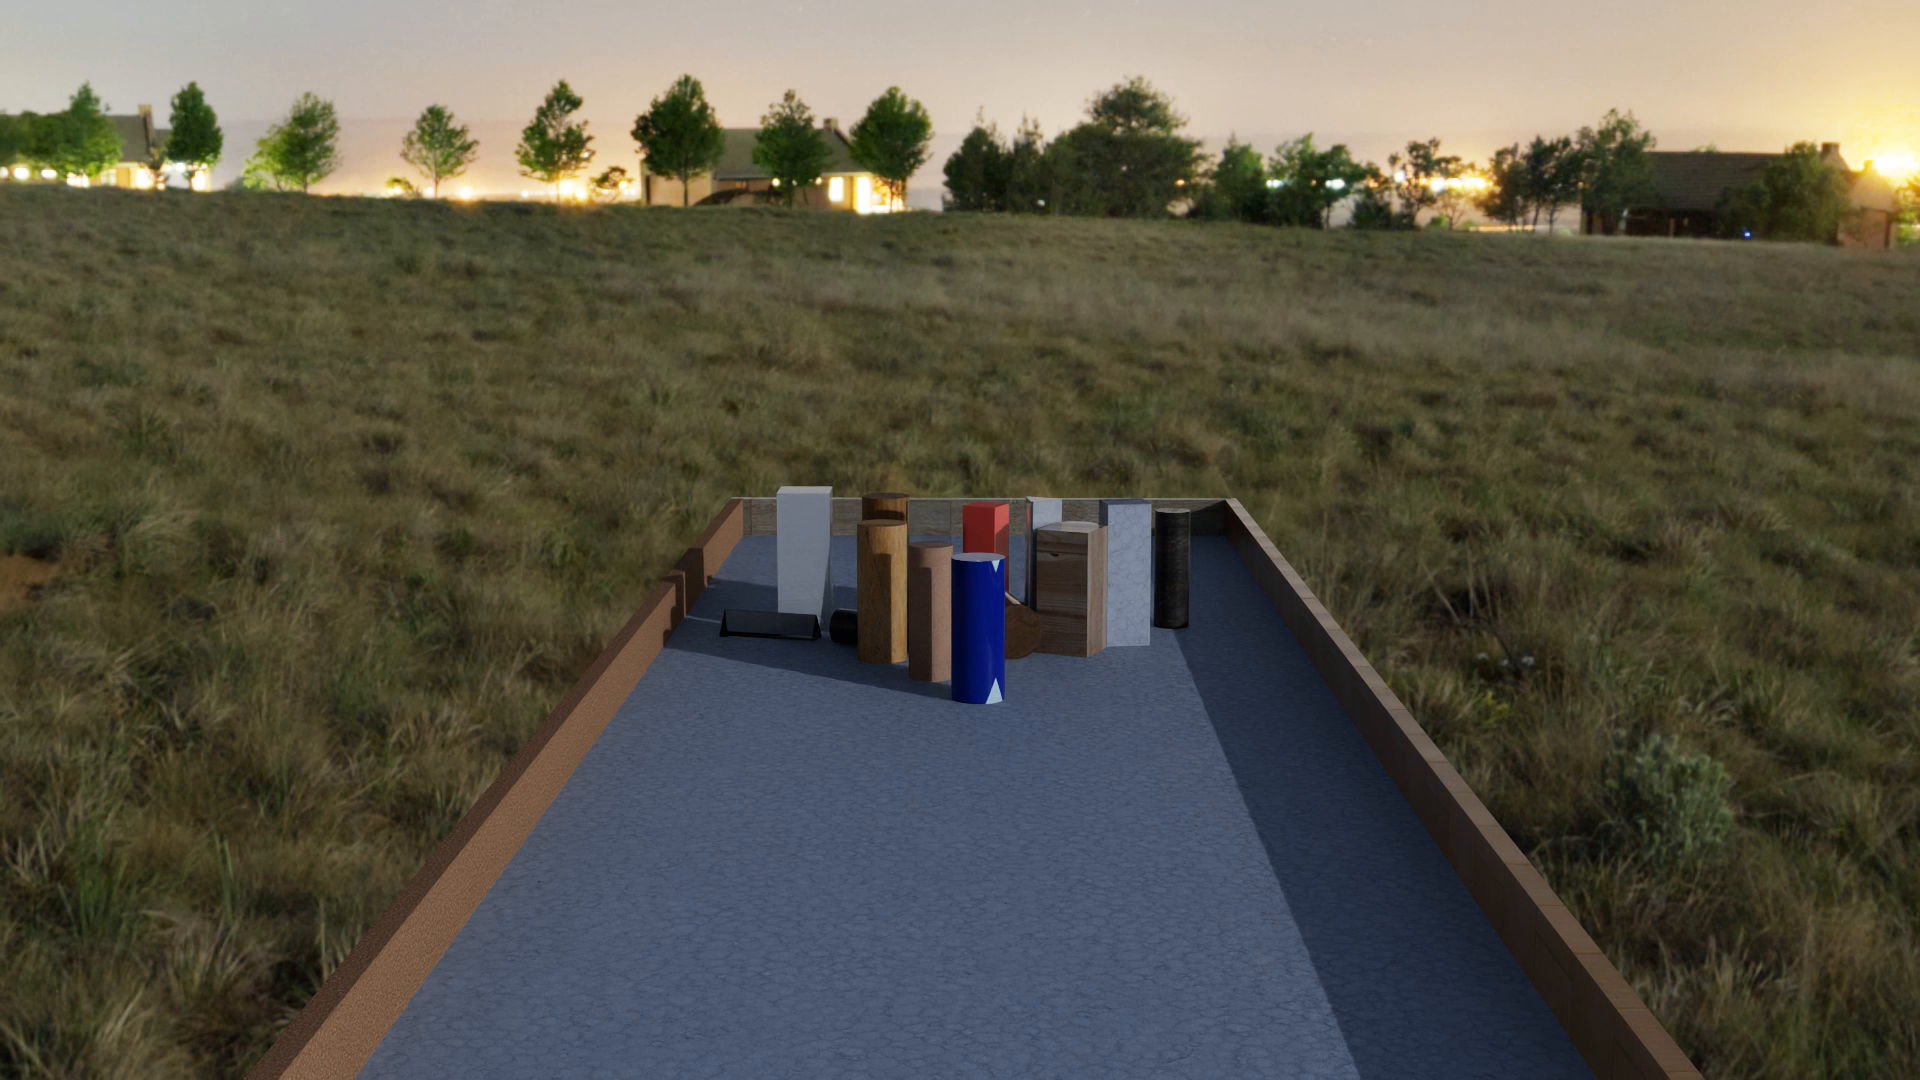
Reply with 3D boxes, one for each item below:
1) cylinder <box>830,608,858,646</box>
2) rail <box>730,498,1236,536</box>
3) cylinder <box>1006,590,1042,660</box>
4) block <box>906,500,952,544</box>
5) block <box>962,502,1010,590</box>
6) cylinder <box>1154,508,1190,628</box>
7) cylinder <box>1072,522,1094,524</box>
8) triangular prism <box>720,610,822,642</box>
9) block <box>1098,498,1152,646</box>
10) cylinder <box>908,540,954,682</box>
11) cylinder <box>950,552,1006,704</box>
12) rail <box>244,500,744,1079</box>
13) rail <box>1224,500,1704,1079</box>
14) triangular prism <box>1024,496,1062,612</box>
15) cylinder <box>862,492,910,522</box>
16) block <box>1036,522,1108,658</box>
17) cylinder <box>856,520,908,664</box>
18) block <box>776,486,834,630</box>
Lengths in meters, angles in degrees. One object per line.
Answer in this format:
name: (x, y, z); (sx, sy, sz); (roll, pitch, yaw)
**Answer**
cylinder: (-0.199, 0.287, 6.843); (0.422, 0.111, 0.111); (5, 10, 29)
rail: (0.099, -0.098, 9.147); (2.100, 0.150, 0.050); (0, 9, 1)
cylinder: (0.132, 0.252, 6.872); (0.170, 0.170, 0.358); (-2, 9, -12)
block: (-0.098, 0.097, 6.954); (0.138, 0.439, 0.138); (0, 3, 1)
block: (0.085, 0.082, 7.217); (0.114, 0.400, 0.114); (4, 10, 25)
cylinder: (0.694, 0.092, 7.204); (0.115, 0.383, 0.115); (0, 9, 0)
cylinder: (0.378, 0.117, 7.191); (0.145, 0.338, 0.145); (0, 9, 0)
triangular prism: (-0.607, 0.269, 7.041); (0.315, 0.079, 0.092); (3, 9, 17)
block: (0.518, 0.101, 6.942); (0.138, 0.448, 0.138); (-1, 9, -8)
cylinder: (-0.085, 0.208, 6.439); (0.132, 0.394, 0.132); (0, 9, 0)
cylinder: (0.051, 0.246, 6.168); (0.152, 0.403, 0.152); (0, 9, 0)
rail: (-1.004, 0.839, 3.234); (0.050, 0.150, 12.000); (0, 9, 1)
rail: (1.046, 0.843, 3.208); (0.050, 0.150, 12.000); (0, 9, 1)
triangular prism: (0.238, 0.095, 6.940); (0.120, 0.458, 0.104); (-6, 11, -36)
cylinder: (-0.242, 0.067, 7.214); (0.157, 0.429, 0.157); (0, 9, 0)
block: (0.348, 0.152, 6.815); (0.168, 0.387, 0.168); (4, 10, 24)
cylinder: (-0.237, 0.155, 6.689); (0.152, 0.419, 0.152); (0, 9, 0)
block: (-0.505, 0.060, 7.194); (0.170, 0.451, 0.170); (0, 9, 0)
